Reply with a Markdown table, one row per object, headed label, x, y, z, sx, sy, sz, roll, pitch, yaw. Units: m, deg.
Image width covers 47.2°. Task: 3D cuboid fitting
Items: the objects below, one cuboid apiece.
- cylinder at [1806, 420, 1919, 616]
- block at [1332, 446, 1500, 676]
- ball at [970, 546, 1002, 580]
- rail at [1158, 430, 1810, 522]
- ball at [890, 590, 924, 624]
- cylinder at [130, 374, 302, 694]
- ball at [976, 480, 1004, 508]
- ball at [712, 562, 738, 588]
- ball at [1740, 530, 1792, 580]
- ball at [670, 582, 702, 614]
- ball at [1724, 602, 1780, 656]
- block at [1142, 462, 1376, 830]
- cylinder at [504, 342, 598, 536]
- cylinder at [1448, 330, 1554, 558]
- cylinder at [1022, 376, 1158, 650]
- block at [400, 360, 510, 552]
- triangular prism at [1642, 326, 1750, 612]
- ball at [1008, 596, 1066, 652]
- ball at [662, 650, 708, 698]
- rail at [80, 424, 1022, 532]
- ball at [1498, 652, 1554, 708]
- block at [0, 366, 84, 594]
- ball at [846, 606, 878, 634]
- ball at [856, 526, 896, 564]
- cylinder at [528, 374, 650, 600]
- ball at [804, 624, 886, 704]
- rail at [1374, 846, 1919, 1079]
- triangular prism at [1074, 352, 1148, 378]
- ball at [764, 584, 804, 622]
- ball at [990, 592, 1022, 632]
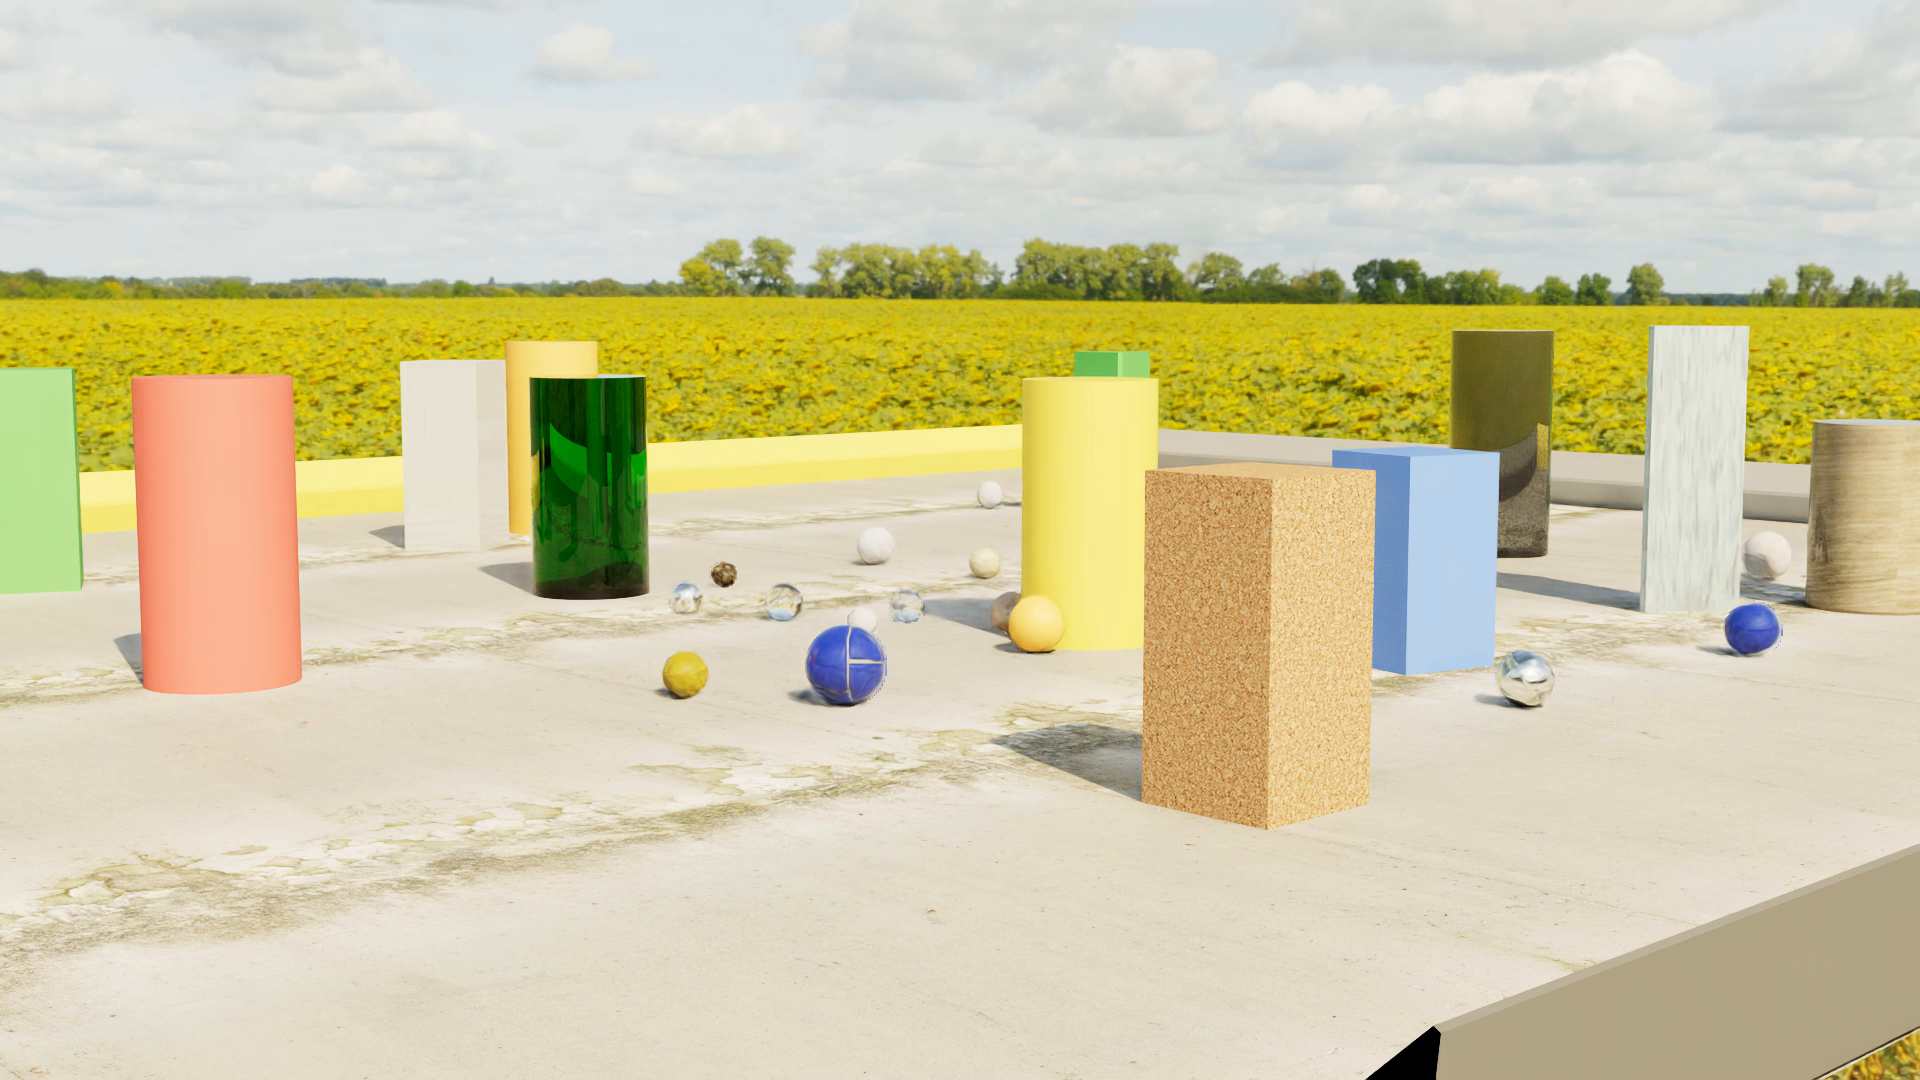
| label | x | y | z | sx | sy | sz | roll | pitch | yaw |
| --- | --- | --- | --- | --- | --- | --- | --- | --- | --- |
| cylinder | 1.342 | -0.036 | 3.230 | 0.179 | 0.273 | 0.179 | 0 | 6 | 0 |
| block | 0.562 | 0.021 | 2.732 | 0.143 | 0.264 | 0.143 | -4 | 7 | -30 |
| ball | 0.041 | 0.037 | 3.576 | 0.053 | 0.053 | 0.053 | 0 | 6 | 0 |
| rail | 1.506 | -0.118 | 4.714 | 0.045 | 0.116 | 3.736 | -6 | 8 | -42 |
| ball | -0.074 | 0.093 | 3.082 | 0.047 | 0.047 | 0.047 | 0 | 6 | 0 |
| cylinder | -0.873 | -0.011 | 2.586 | 0.179 | 0.360 | 0.179 | 0 | 6 | 0 |
| ball | 0.066 | -0.099 | 4.809 | 0.062 | 0.062 | 0.062 | 0 | 6 | 0 |
| ball | -0.372 | 0.054 | 3.472 | 0.040 | 0.040 | 0.040 | 0 | 6 | 0 |
| ball | 1.307 | 0.025 | 3.566 | 0.079 | 0.079 | 0.079 | 0 | 6 | 0 |
| ball | -0.394 | 0.084 | 3.169 | 0.047 | 0.047 | 0.047 | 0 | 6 | 0 |
| ball | 1.006 | 0.113 | 2.795 | 0.068 | 0.068 | 0.068 | 0 | 6 | 0 |
| block | 0.265 | 0.087 | 1.953 | 0.143 | 0.299 | 0.143 | -6 | 8 | -43 |
| cylinder | -0.800 | -0.203 | 4.321 | 0.179 | 0.372 | 0.179 | 0 | 6 | 0 |
| cylinder | 0.966 | -0.175 | 3.935 | 0.179 | 0.398 | 0.179 | 0 | 6 | 0 |
| cylinder | 0.171 | -0.039 | 2.910 | 0.179 | 0.347 | 0.179 | 0 | 6 | 0 |
| block | -0.924 | -0.157 | 4.032 | 0.143 | 0.342 | 0.143 | 1 | 6 | 10 |
| triangular prism | 1.051 | -0.109 | 3.246 | 0.155 | 0.413 | 0.134 | -1 | 6 | -12 |
| ball | 0.099 | 0.108 | 2.818 | 0.074 | 0.074 | 0.074 | 0 | 6 | 0 |
| ball | -0.312 | 0.152 | 2.499 | 0.053 | 0.053 | 0.053 | 0 | 6 | 0 |
| rail | -1.251 | -0.114 | 4.680 | 4.145 | 0.116 | 0.045 | -6 | 8 | -42 |
| ball | 0.628 | 0.154 | 2.440 | 0.062 | 0.062 | 0.062 | 0 | 6 | 0 |
| block | -1.462 | -0.096 | 3.453 | 0.143 | 0.344 | 0.143 | -2 | 6 | -20 |
| ball | -0.131 | 0.110 | 2.950 | 0.042 | 0.042 | 0.042 | 0 | 6 | 0 |
| ball | -0.144 | 0.010 | 3.769 | 0.066 | 0.066 | 0.066 | 0 | 6 | 0 |
| cylinder | -0.571 | -0.085 | 3.393 | 0.179 | 0.335 | 0.179 | 0 | 6 | 0 |
| ball | -0.128 | 0.139 | 2.455 | 0.090 | 0.090 | 0.090 | 0 | 6 | 0 |
| rail | 1.251 | 0.175 | 1.985 | 4.145 | 0.116 | 0.045 | -6 | 8 | -42 |
| triangular prism | 0.338 | -0.218 | 4.580 | 0.134 | 0.347 | 0.155 | -4 | 7 | -33 |
| ball | -0.248 | 0.088 | 3.097 | 0.054 | 0.054 | 0.054 | 0 | 6 | 0 |
| ball | 0.070 | 0.098 | 2.989 | 0.057 | 0.057 | 0.057 | 0 | 6 | 0 |
